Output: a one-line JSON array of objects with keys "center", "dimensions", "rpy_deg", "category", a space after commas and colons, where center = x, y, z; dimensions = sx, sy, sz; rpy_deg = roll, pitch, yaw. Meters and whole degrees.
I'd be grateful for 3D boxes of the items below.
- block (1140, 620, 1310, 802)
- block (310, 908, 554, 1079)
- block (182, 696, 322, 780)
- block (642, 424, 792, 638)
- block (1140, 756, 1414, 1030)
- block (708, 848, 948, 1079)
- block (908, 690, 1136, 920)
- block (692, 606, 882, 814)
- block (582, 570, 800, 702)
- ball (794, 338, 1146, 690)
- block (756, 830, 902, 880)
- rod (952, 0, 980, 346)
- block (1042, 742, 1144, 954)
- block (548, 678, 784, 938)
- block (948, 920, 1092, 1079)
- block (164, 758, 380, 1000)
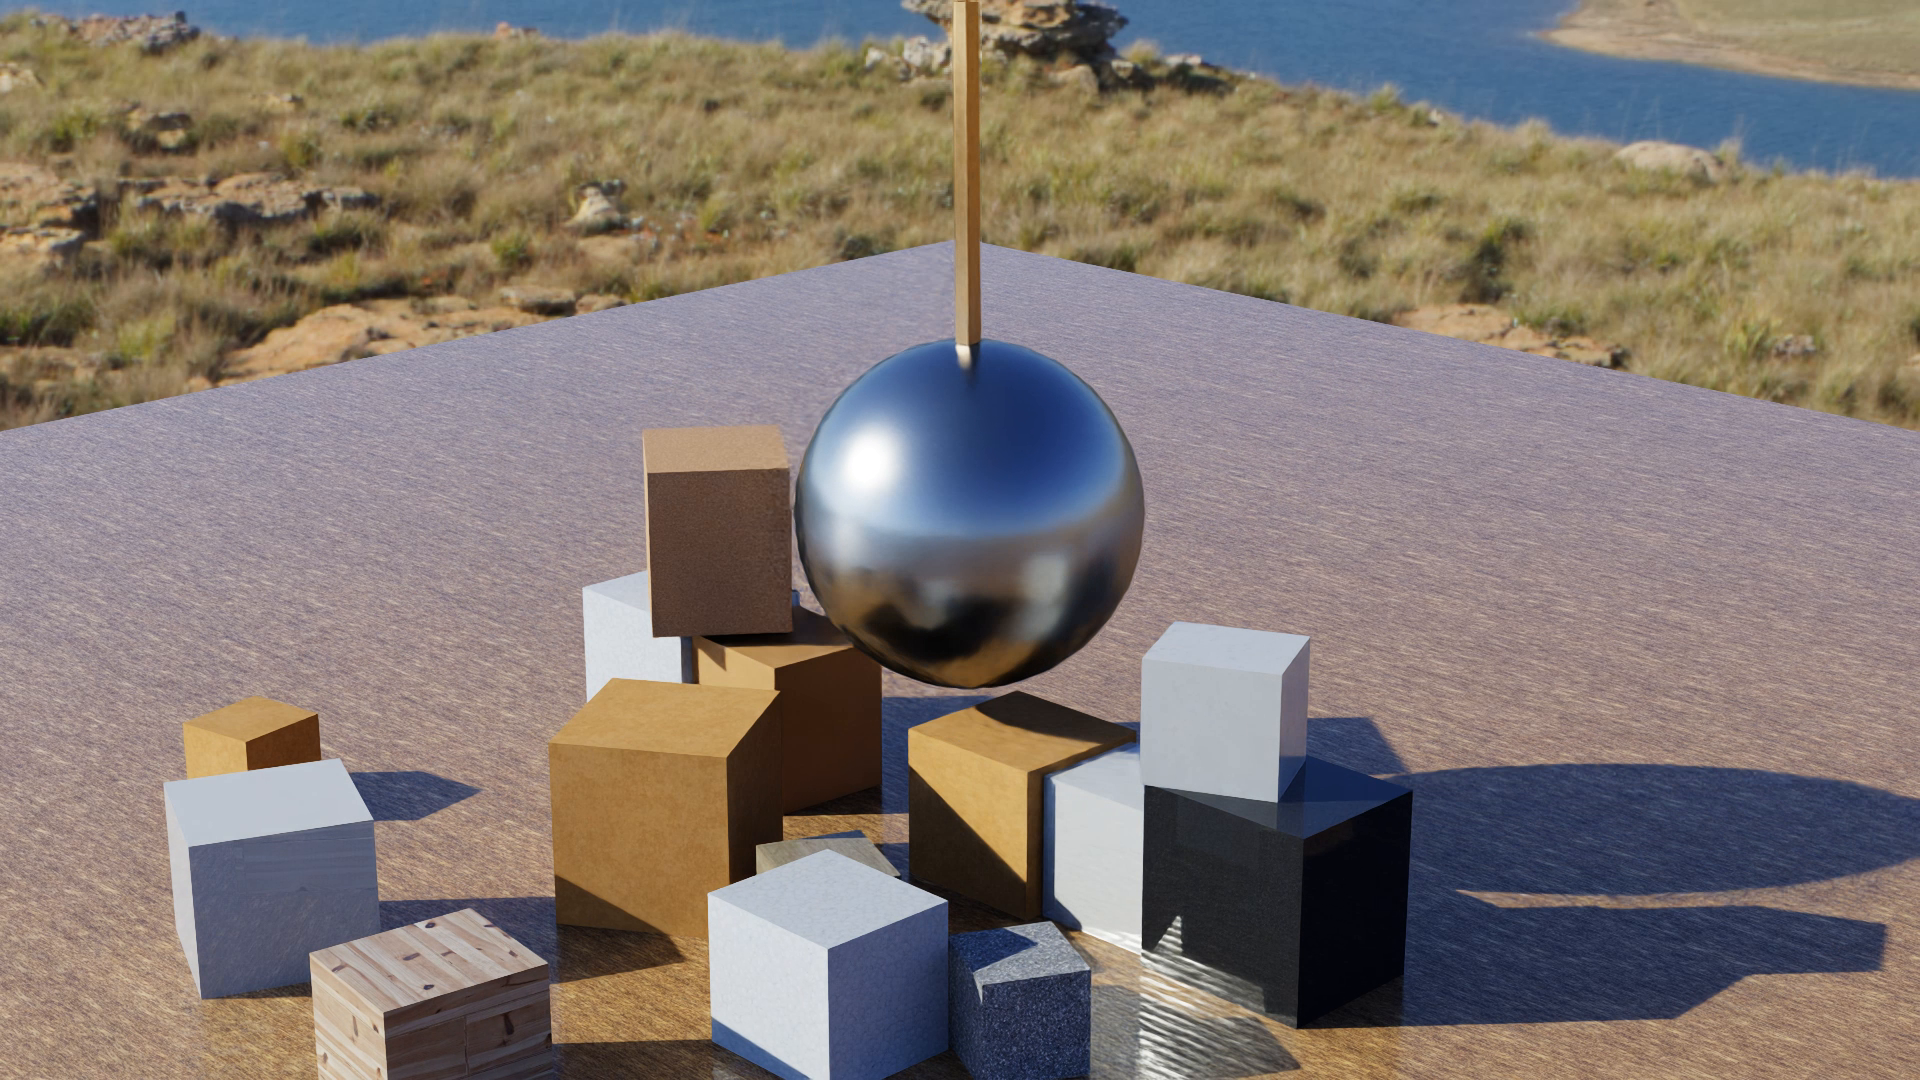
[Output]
[{"center": [1.115, 0.715, 12.328], "dimensions": [0.592, 0.560, 0.503], "rpy_deg": [6, 18, 19], "category": "block"}, {"center": [-2.035, 1.890, 11.317], "dimensions": [0.690, 0.607, 0.630], "rpy_deg": [-13, 21, -35], "category": "block"}, {"center": [-3.435, 1.063, 14.260], "dimensions": [0.441, 0.420, 0.463], "rpy_deg": [12, 21, 33], "category": "block"}, {"center": [-1.198, -0.054, 14.430], "dimensions": [0.677, 0.826, 0.798], "rpy_deg": [-2, 18, -7], "category": "block"}, {"center": [1.331, 1.432, 12.385], "dimensions": [0.848, 0.842, 0.728], "rpy_deg": [17, 24, 42], "category": "block"}, {"center": [-0.526, 1.730, 11.750], "dimensions": [0.639, 0.653, 0.719], "rpy_deg": [-16, 24, -42], "category": "block"}, {"center": [0.282, 1.195, 13.367], "dimensions": [0.711, 0.704, 0.748], "rpy_deg": [-17, 24, -42], "category": "block"}, {"center": [-0.851, 0.830, 14.442], "dimensions": [0.646, 0.757, 0.678], "rpy_deg": [-14, 22, -38], "category": "block"}, {"center": [-1.364, 0.637, 14.964], "dimensions": [0.761, 0.812, 0.797], "rpy_deg": [-16, 23, -41], "category": "block"}, {"center": [0.042, -0.122, 13.348], "dimensions": [1.600, 1.600, 1.600], "rpy_deg": [0, 17, 0], "category": "ball"}, {"center": [-0.561, 1.583, 12.523], "dimensions": [0.473, 0.470, 0.522], "rpy_deg": [-7, 19, -20], "category": "block"}, {"center": [0.018, -3.358, 12.305], "dimensions": [0.080, 5.200, 0.080], "rpy_deg": [17, 25, 42], "category": "rod"}, {"center": [0.800, 1.357, 12.914], "dimensions": [0.648, 0.667, 0.577], "rpy_deg": [17, 24, 42], "category": "block"}, {"center": [-1.299, 1.190, 13.131], "dimensions": [0.803, 0.857, 0.837], "rpy_deg": [4, 18, 12], "category": "block"}, {"center": [0.228, 1.852, 11.689], "dimensions": [0.450, 0.457, 0.472], "rpy_deg": [-5, 18, -17], "category": "block"}, {"center": [-2.955, 1.442, 12.602], "dimensions": [0.762, 0.692, 0.751], "rpy_deg": [-7, 19, -21], "category": "block"}]
